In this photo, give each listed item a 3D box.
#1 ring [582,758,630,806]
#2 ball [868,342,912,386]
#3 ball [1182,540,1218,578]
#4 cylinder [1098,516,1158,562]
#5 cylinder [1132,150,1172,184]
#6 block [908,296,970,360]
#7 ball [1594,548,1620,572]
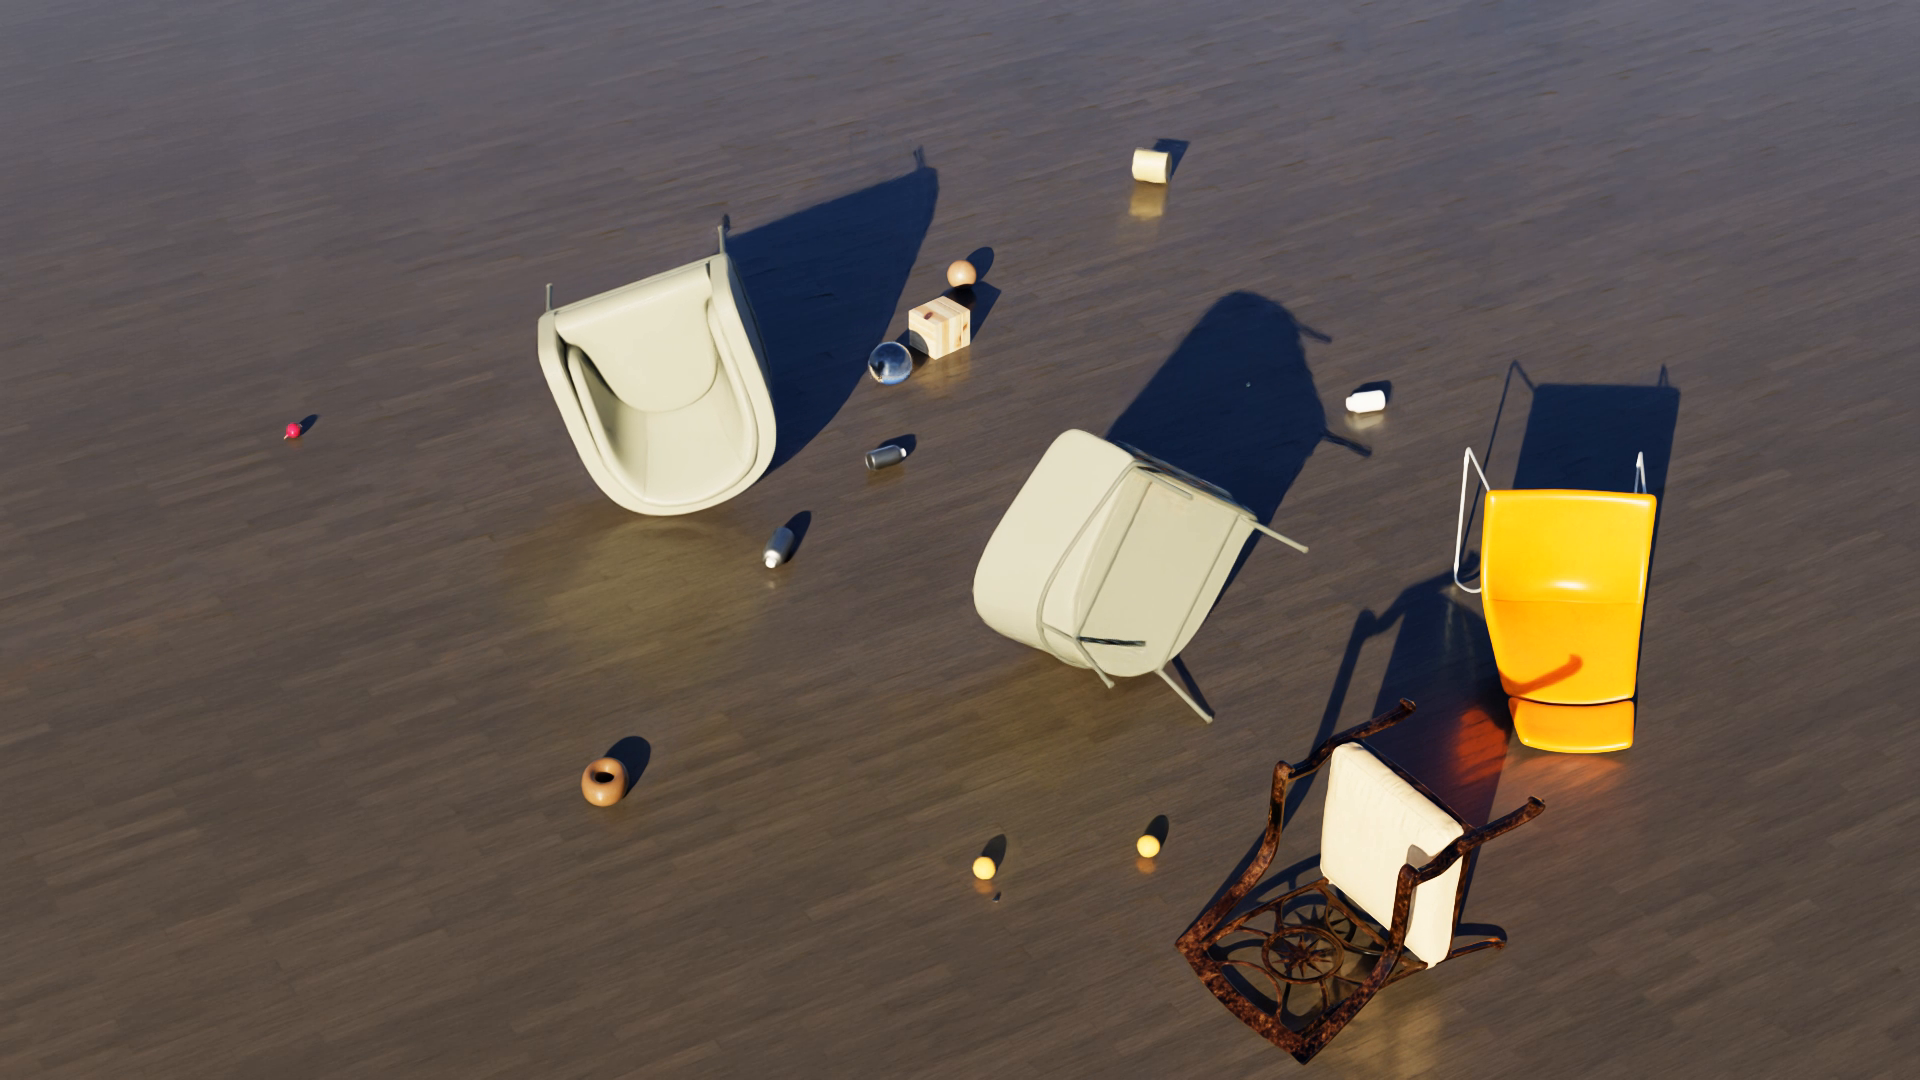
[{"bbox_3d":[-1.169,0.796,9.663,0.157,0.082,0.213,2,32,1],"label":"ring"},{"bbox_3d":[-0.282,-0.714,11.867,0.177,0.177,0.177,0,33,0],"label":"ball"},{"bbox_3d":[0.878,0.069,10.718,0.134,0.134,0.134,0,33,0],"label":"ball"},{"bbox_3d":[0.622,-0.005,10.850,0.192,0.123,0.091,-17,-2,-24],"label":"cylinder"},{"bbox_3d":[0.877,-1.705,13.385,0.148,0.180,0.128,9,73,13],"label":"cylinder"},{"bbox_3d":[-0.085,-0.879,12.132,0.190,0.161,0.165,-26,42,-34],"label":"block"},{"bbox_3d":[2.374,0.073,10.750,0.092,0.092,0.092,0,33,0],"label":"ball"}]
